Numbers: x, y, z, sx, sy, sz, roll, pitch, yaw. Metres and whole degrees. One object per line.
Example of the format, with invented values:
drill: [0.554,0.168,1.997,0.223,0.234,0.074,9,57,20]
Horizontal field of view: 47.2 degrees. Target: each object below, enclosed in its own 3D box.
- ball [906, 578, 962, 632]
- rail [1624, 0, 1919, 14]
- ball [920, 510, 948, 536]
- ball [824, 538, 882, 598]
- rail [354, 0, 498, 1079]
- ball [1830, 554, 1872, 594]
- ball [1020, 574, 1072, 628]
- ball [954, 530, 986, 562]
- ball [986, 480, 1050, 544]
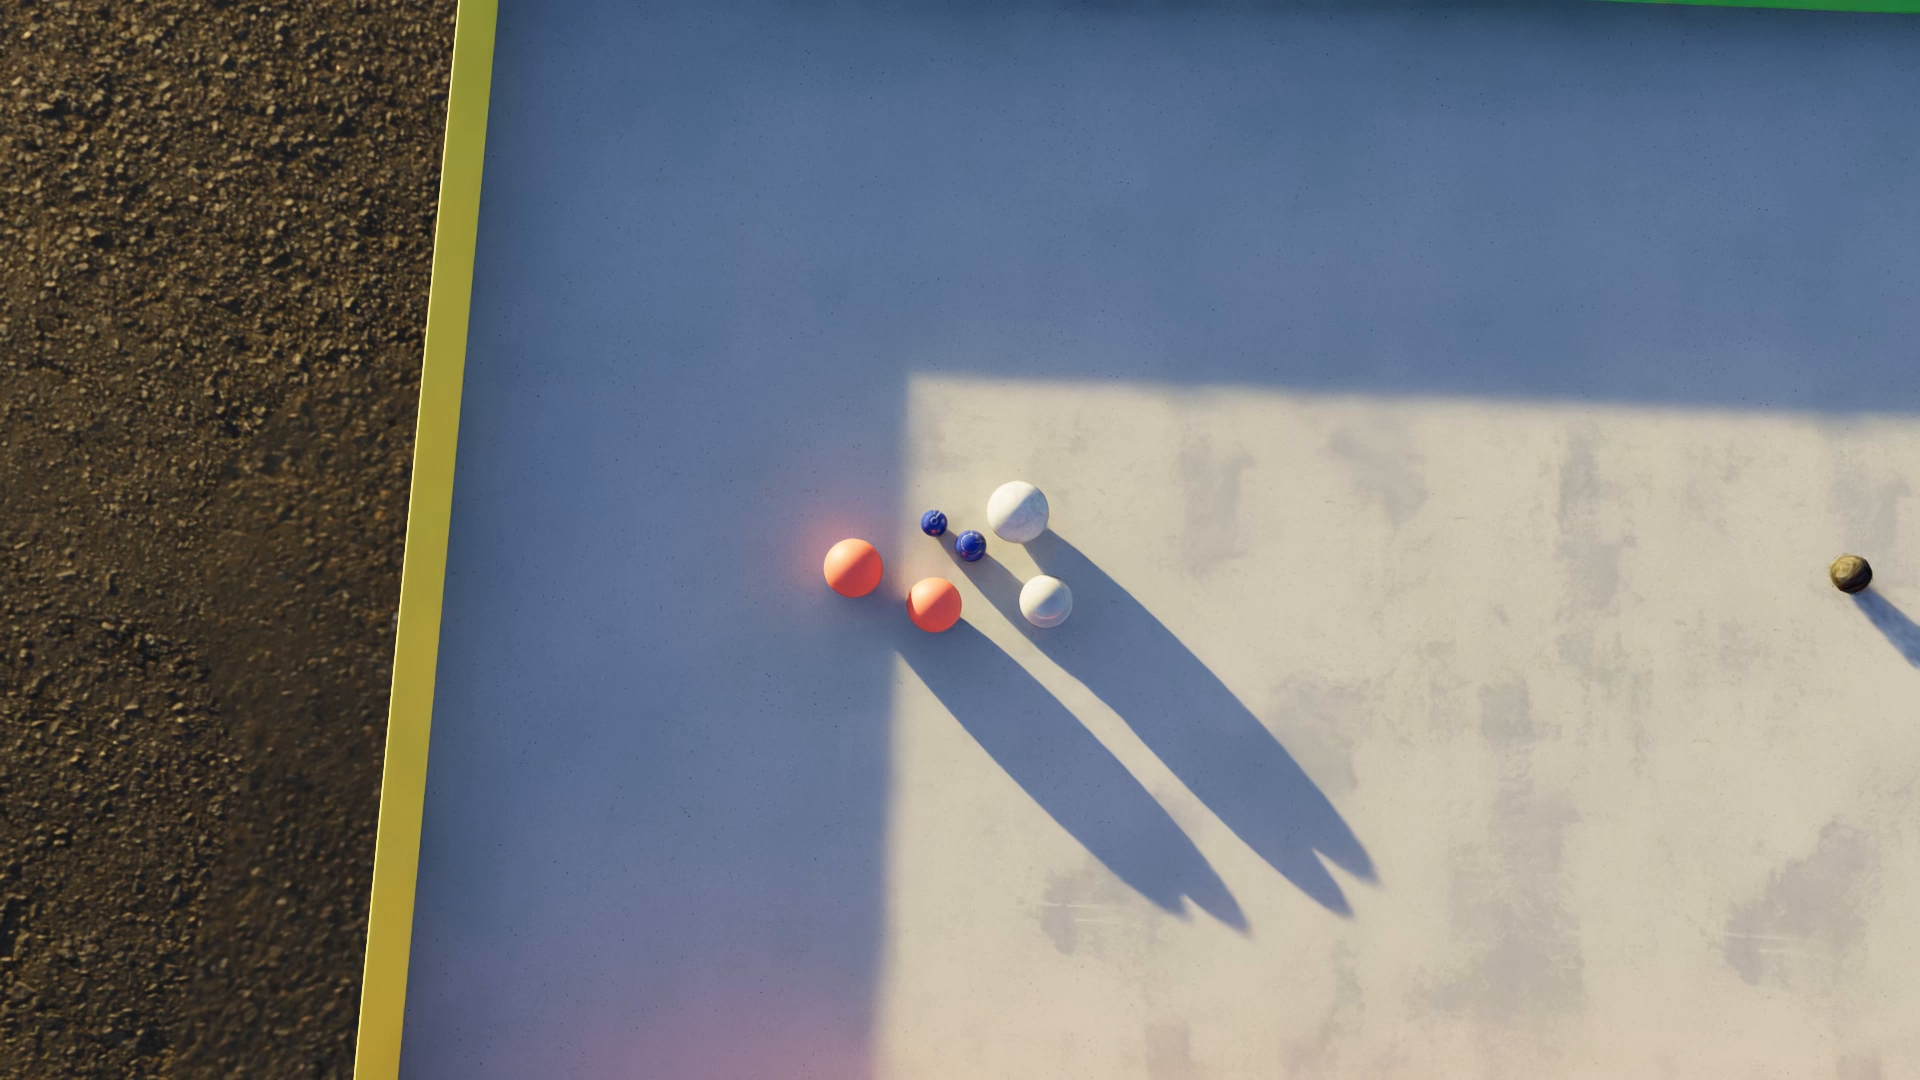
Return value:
ball: [-0.038,0.097,3.275,0.083,0.083,0.083,0,78,0]
rail: [0.848,-0.876,3.455,3.232,0.122,0.045,2,78,1]
ball: [-0.039,-0.025,3.322,0.042,0.042,0.042,0,78,0]
ball: [-0.159,0.042,3.284,0.088,0.088,0.088,0,78,0]
rail: [-0.784,-0.039,3.282,0.045,0.122,1.899,2,78,1]
ball: [1.336,0.051,3.298,0.058,0.058,0.058,0,78,0]
ball: [0.128,0.091,3.278,0.080,0.080,0.080,0,78,0]
ball: [0.016,0.009,3.311,0.048,0.048,0.048,0,78,0]
ball: [0.087,-0.042,3.298,0.094,0.094,0.094,0,78,0]
